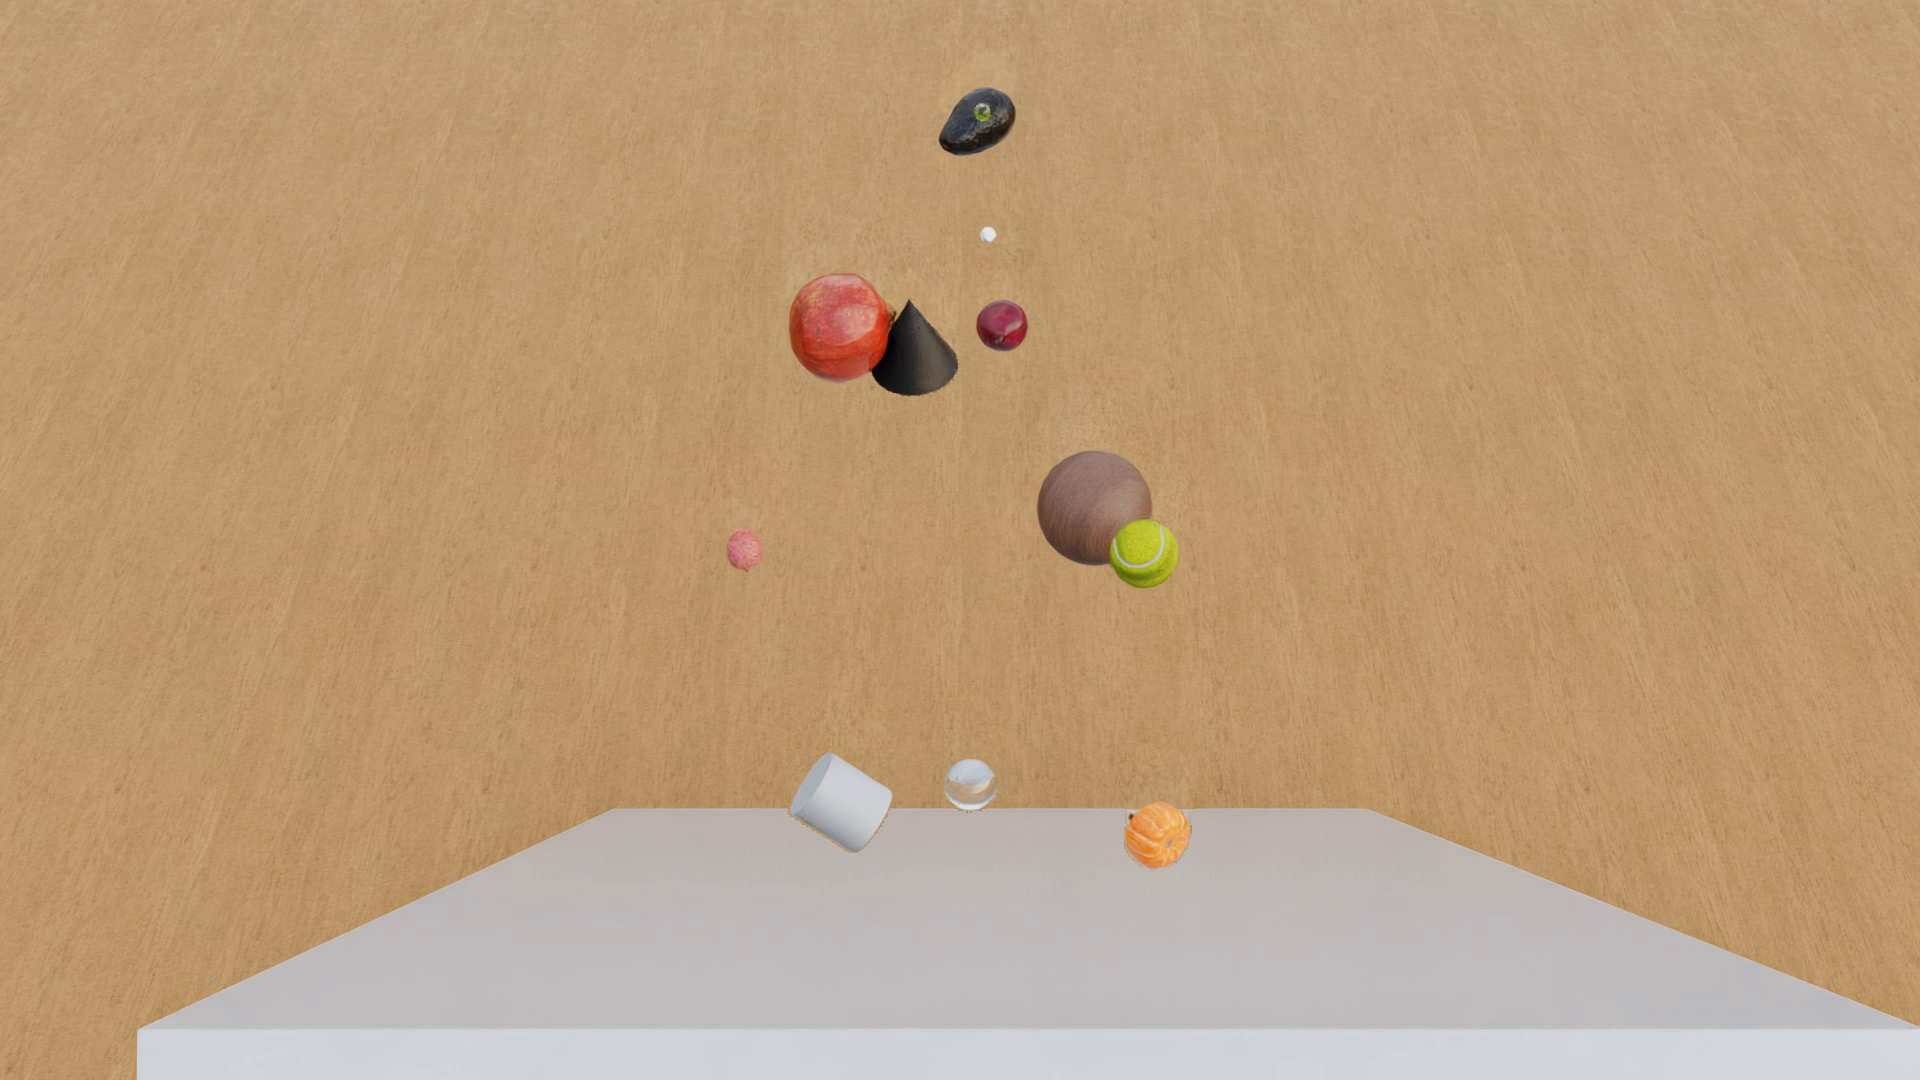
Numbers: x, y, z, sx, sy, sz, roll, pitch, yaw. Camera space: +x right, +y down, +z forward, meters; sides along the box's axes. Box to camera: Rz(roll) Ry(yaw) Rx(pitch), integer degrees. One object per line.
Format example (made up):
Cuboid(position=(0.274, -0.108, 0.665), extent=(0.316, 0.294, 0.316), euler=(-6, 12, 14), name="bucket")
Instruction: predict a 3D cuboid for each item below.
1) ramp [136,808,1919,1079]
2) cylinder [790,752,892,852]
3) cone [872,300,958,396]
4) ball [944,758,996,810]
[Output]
Cuboid(position=(0.080, 0.680, 4.903), extent=(2.000, 0.100, 4.000), euler=(0, -2, 0), name="ramp")
Cuboid(position=(-0.134, 0.296, 2.936), extent=(0.082, 0.082, 0.082), euler=(34, 36, -13), name="cylinder")
Cuboid(position=(-0.050, -0.217, 2.721), extent=(0.093, 0.093, 0.093), euler=(-2, 47, 2), name="cone")
Cuboid(position=(0.012, 0.286, 3.043), extent=(0.060, 0.060, 0.060), euler=(0, 37, 0), name="ball")
